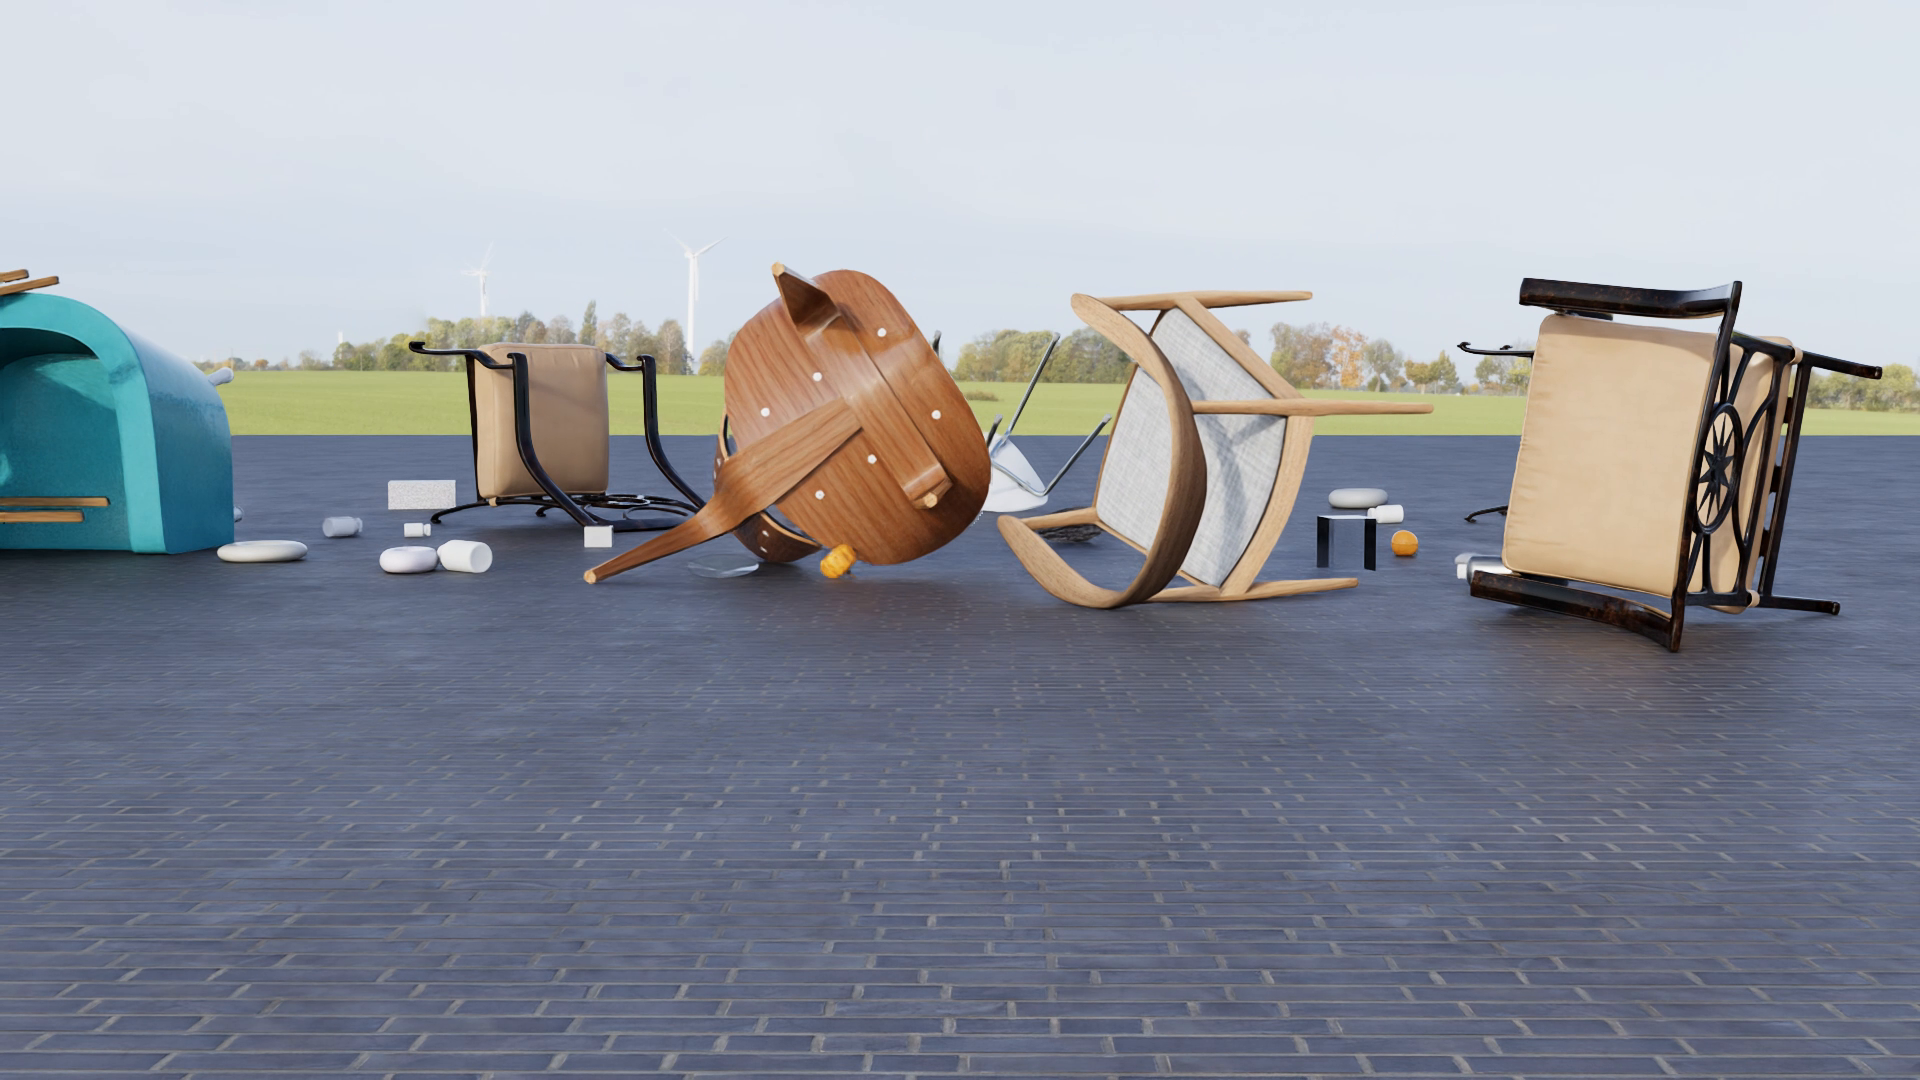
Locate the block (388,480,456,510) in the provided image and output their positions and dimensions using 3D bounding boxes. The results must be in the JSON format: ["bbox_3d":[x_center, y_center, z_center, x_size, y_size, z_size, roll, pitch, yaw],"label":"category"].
[{"bbox_3d":[-2.042,-0.173,8.356,0.244,0.098,0.212,-1,4,-12],"label":"block"}]

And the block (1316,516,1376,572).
[{"bbox_3d":[0.961,0.008,5.474,0.108,0.131,0.125,-1,4,-10],"label":"block"}]

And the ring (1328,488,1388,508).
[{"bbox_3d":[1.512,-0.158,8.343,0.225,0.070,0.279,0,3,9],"label":"ring"}]

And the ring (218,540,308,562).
[{"bbox_3d":[-1.831,0.030,5.774,0.230,0.046,0.211,-4,6,-39],"label":"ring"}]

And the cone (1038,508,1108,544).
[{"bbox_3d":[0.344,-0.021,6.468,0.208,0.115,0.111,-6,-26,14],"label":"cone"}]

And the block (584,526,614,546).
[{"bbox_3d":[-1.033,-0.011,6.295,0.075,0.056,0.068,0,4,-4],"label":"block"}]

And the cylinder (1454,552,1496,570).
[{"bbox_3d":[1.283,0.054,5.476,0.076,0.039,0.071,-2,4,-14],"label":"cylinder"}]

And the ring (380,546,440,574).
[{"bbox_3d":[-1.363,0.049,5.447,0.138,0.054,0.274,1,3,-4],"label":"ring"}]

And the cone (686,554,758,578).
[{"bbox_3d":[-0.569,0.072,5.288,0.173,0.060,0.075,-1,-18,-2],"label":"cone"}]
